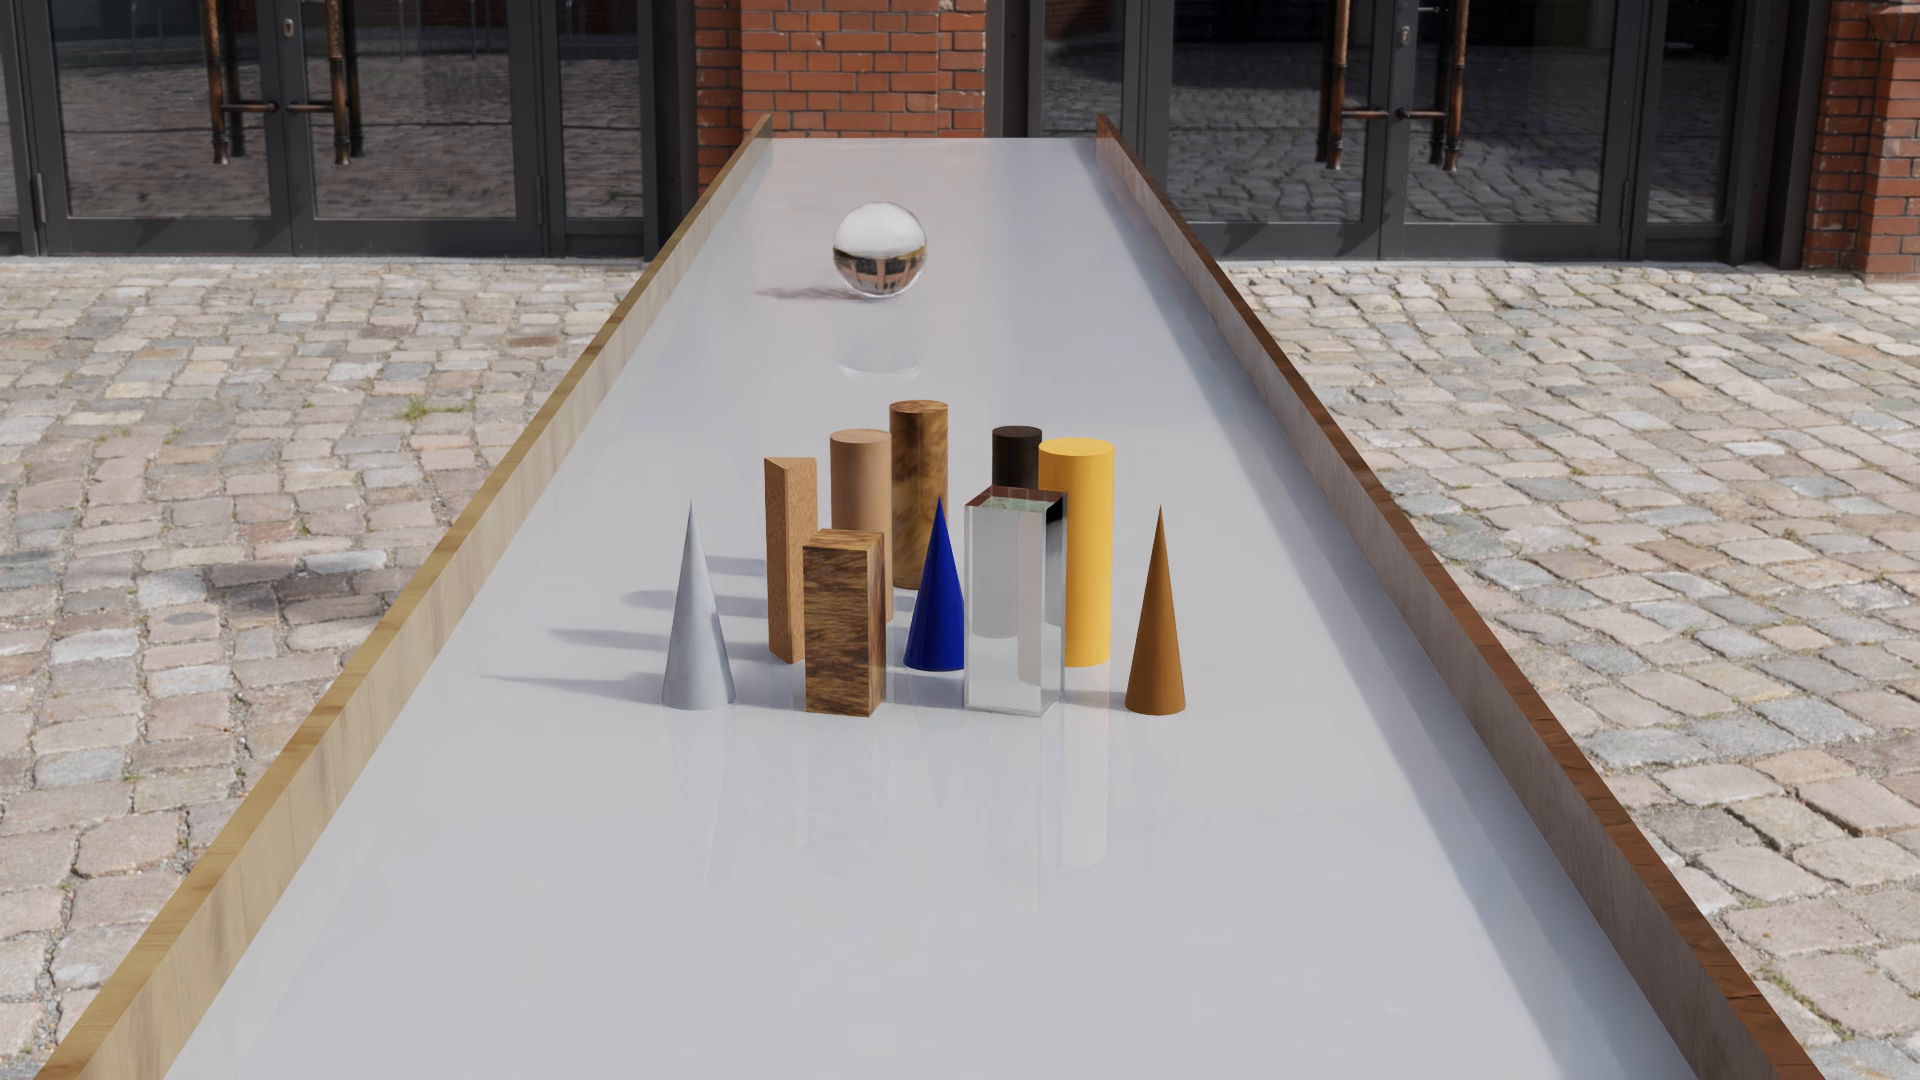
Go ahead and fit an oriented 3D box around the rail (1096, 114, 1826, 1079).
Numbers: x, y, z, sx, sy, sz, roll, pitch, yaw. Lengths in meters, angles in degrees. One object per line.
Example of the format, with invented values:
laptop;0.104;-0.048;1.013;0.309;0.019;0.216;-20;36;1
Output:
rail;0.932;-0.844;7.801;0.050;0.150;12.000;0;17;-1

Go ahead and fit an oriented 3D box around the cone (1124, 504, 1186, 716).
cone;0.371;0.122;4.119;0.116;0.398;0.116;0;17;0

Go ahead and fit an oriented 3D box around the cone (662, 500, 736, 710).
cone;-0.500;0.110;4.156;0.143;0.400;0.143;0;17;0

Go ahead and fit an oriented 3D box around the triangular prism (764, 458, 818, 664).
triangular prism;-0.350;0.036;4.397;0.088;0.404;0.102;10;19;30

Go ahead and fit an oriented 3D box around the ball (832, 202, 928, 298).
ball;-0.301;-1.091;8.266;0.360;0.360;0.360;0;17;0

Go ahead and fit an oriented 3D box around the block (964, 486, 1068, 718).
block;0.105;0.114;4.146;0.151;0.398;0.151;6;18;19

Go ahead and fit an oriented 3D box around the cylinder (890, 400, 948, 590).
cylinder;-0.090;-0.100;4.859;0.129;0.401;0.129;0;17;0

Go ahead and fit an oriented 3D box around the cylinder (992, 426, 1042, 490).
cylinder;0.119;-0.035;4.643;0.105;0.400;0.105;0;17;0

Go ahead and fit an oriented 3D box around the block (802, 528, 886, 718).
block;-0.215;0.155;4.135;0.123;0.326;0.123;4;17;13

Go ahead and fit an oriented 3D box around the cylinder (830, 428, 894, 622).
cylinder;-0.206;-0.026;4.617;0.128;0.397;0.128;0;17;0

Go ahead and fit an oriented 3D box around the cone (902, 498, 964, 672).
cone;-0.040;0.076;4.370;0.150;0.342;0.150;0;17;0

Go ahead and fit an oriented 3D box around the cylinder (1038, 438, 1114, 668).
cylinder;0.229;0.024;4.384;0.149;0.434;0.149;0;17;0

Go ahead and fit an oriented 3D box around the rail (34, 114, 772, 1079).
rail;-1.118;-0.838;7.780;0.050;0.150;12.000;0;17;-1
